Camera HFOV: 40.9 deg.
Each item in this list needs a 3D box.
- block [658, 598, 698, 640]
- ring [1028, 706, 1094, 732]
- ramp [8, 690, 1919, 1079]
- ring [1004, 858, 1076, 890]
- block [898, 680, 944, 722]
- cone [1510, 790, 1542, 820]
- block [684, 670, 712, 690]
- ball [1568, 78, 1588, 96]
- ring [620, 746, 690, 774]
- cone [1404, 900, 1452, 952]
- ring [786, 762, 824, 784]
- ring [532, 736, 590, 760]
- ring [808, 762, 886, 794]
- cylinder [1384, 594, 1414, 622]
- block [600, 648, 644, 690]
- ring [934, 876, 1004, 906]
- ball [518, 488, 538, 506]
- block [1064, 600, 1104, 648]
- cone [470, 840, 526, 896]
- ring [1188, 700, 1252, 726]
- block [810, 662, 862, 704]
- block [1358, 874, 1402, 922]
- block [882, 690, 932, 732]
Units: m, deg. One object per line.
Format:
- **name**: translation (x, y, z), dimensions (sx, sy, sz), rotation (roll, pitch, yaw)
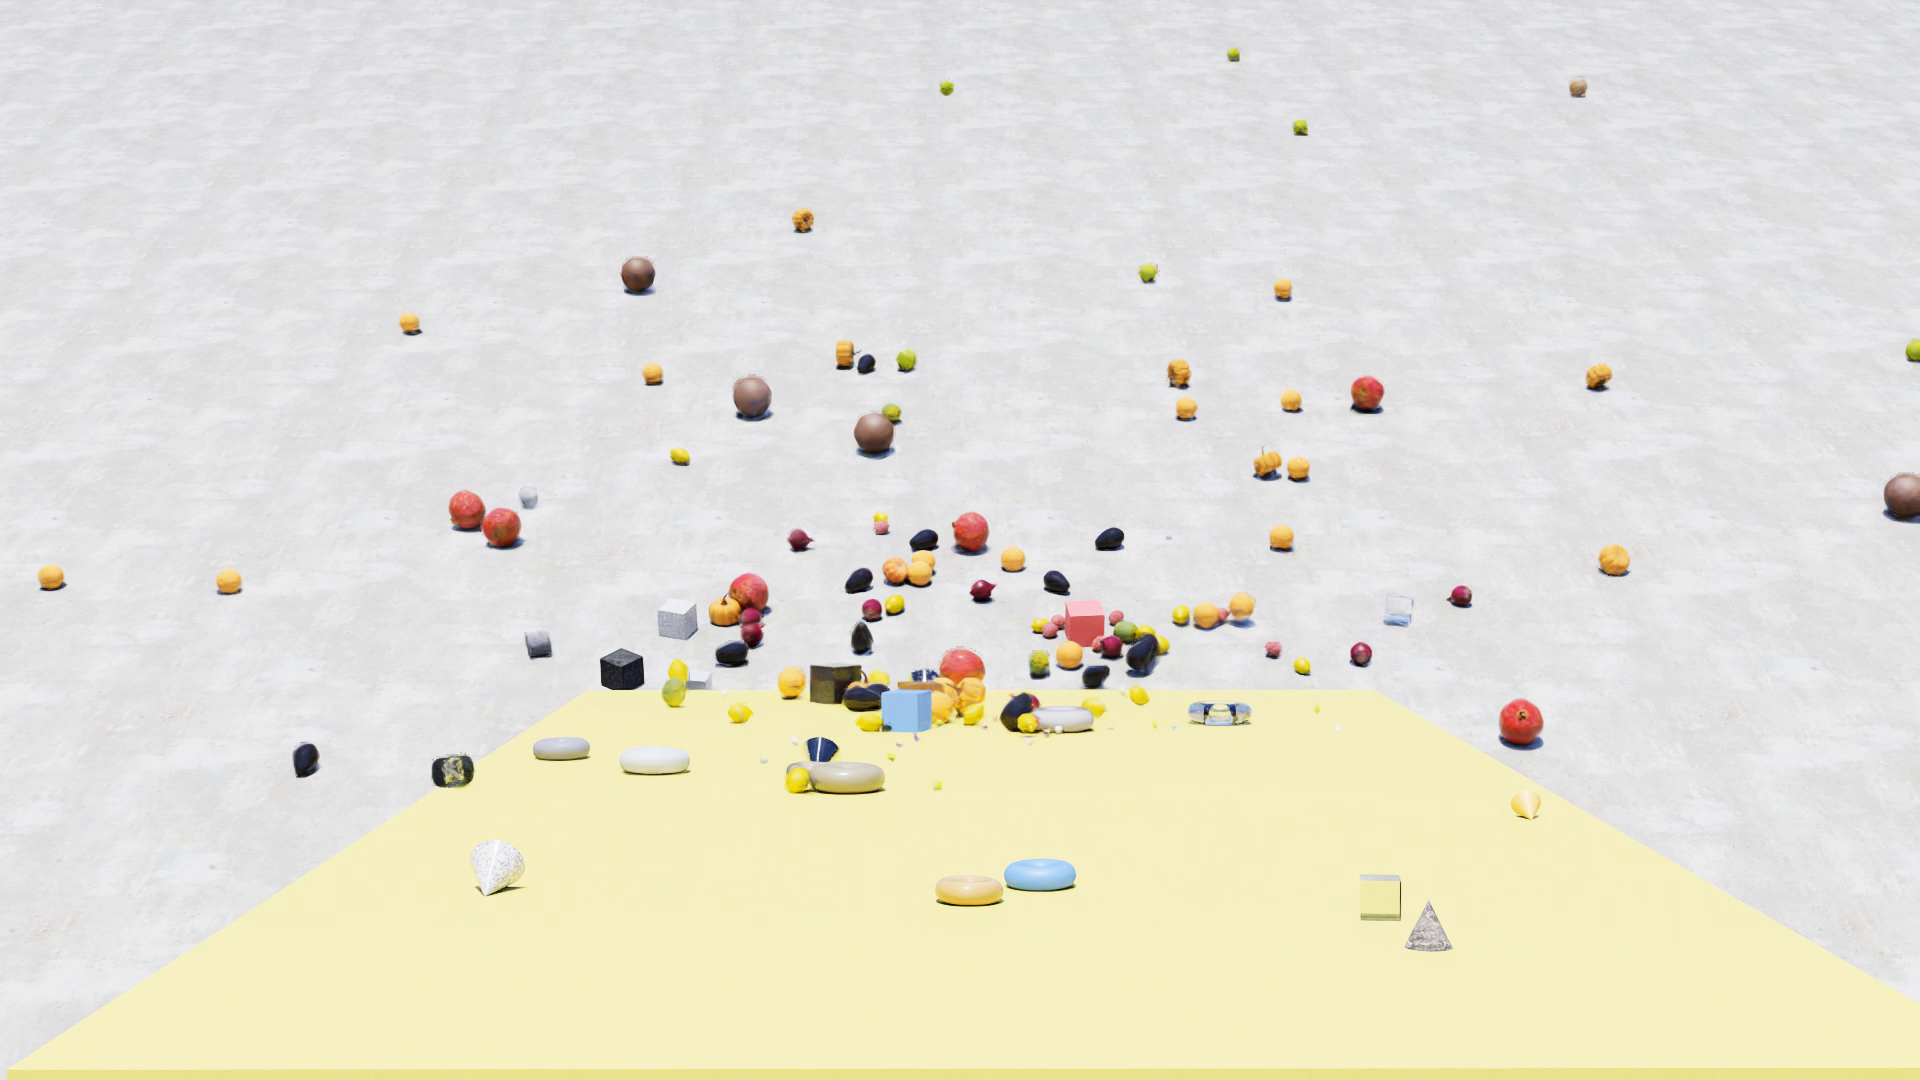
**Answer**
- **block**: translation (-0.772, 0.216, 7.040), dimensions (0.080, 0.080, 0.080), rotation (8, 25, 18)
- **ring**: translation (0.219, 0.390, 5.608), dimensions (0.146, 0.049, 0.146), rotation (-1, 3, 0)
- **ramp**: translation (0.055, 0.502, 4.547), dimensions (2.000, 0.100, 4.000), rotation (0, 2, 0)
- **ring**: translation (0.112, 0.469, 3.605), dimensions (0.102, 0.034, 0.102), rotation (-1, 3, 0)
- **block**: translation (-0.090, 0.365, 5.831), dimensions (0.084, 0.084, 0.084), rotation (-1, 2, -18)
- **cone**: translation (0.943, 0.450, 4.269), dimensions (0.050, 0.050, 0.050), rotation (0, 29, 0)
- **block**: translation (-0.681, 0.379, 6.706), dimensions (0.057, 0.057, 0.057), rotation (4, 25, 9)
- **ball**: translation (2.965, -2.175, 12.356), dimensions (0.088, 0.088, 0.088), rotation (0, 24, 0)
- **ring**: translation (-0.579, 0.418, 4.883), dimensions (0.134, 0.045, 0.134), rotation (1, 1, 0)
- **cone**: translation (0.576, 0.471, 3.164), dimensions (0.059, 0.059, 0.059), rotation (0, 2, 0)
- **ring**: translation (-0.272, 0.429, 4.754), dimensions (0.097, 0.032, 0.097), rotation (1, 2, 0)
- **ring**: translation (-0.790, 0.414, 5.107), dimensions (0.114, 0.038, 0.114), rotation (-1, 3, 0)
- **ring**: translation (-0.204, 0.426, 4.622), dimensions (0.140, 0.047, 0.140), rotation (1, 1, 0)
- **cylinder**: translation (1.210, 0.189, 7.104), dimensions (0.070, 0.070, 0.070), rotation (9, 25, 6)
- **block**: translation (-0.886, 0.343, 6.756), dimensions (0.080, 0.080, 0.080), rotation (18, 30, 35)
- **ring**: translation (0.012, 0.474, 3.486), dimensions (0.094, 0.031, 0.094), rotation (1, 1, 0)
- **ball**: translation (-1.312, -0.131, 7.839), dimensions (0.060, 0.060, 0.060), rotation (0, 24, 0)
- **block**: translation (0.339, 0.228, 6.998), dimensions (0.094, 0.094, 0.094), rotation (-2, 24, -5)
- **cone**: translation (-0.648, 0.470, 3.560), dimensions (0.078, 0.078, 0.078), rotation (2, 29, 4)
- **ring**: translation (0.579, 0.385, 5.745), dimensions (0.145, 0.048, 0.145), rotation (0, 1, 0)
- **block**: translation (-0.300, 0.347, 6.229), dimensions (0.090, 0.090, 0.090), rotation (-2, 3, -44)
- **block**: translation (0.548, 0.467, 3.365), dimensions (0.052, 0.052, 0.052), rotation (0, 2, 7)
- **block**: translation (-0.116, 0.372, 5.607), dimensions (0.084, 0.084, 0.084), rotation (1, 2, 21)
